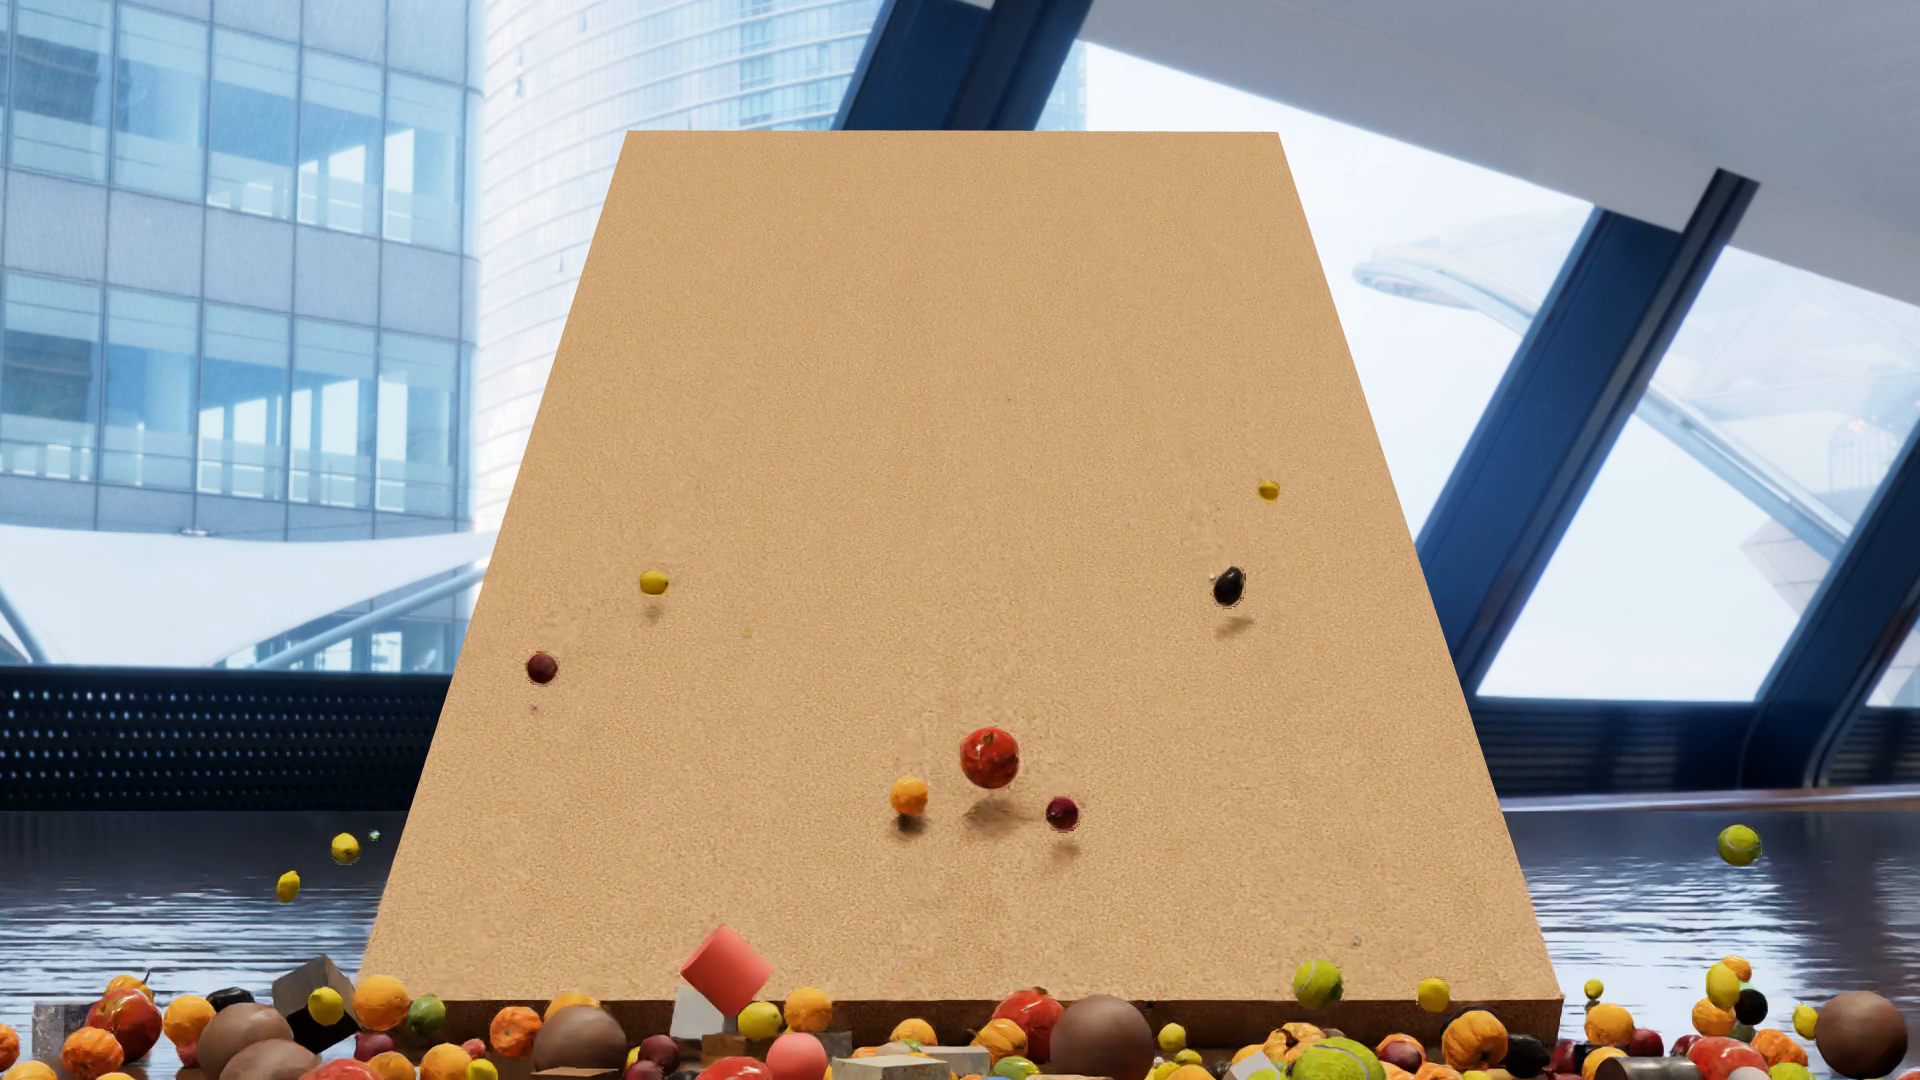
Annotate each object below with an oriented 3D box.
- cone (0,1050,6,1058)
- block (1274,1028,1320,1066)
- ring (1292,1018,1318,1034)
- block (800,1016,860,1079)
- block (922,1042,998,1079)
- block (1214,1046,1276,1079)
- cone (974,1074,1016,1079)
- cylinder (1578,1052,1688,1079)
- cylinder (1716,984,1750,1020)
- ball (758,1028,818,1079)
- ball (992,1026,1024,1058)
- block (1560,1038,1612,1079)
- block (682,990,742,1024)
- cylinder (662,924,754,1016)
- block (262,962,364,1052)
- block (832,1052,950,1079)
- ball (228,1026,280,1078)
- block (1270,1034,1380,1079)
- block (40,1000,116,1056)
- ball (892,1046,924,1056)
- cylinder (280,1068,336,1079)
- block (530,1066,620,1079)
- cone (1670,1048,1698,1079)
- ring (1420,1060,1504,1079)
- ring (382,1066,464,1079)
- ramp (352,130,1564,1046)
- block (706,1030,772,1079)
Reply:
[{"bbox_3d":[-1.536,0.810,3.839,0.050,0.050,0.050,26,-6,2],"label":"cone"},{"bbox_3d":[0.492,0.741,3.476,0.052,0.052,0.052,-5,28,-29],"label":"block"},{"bbox_3d":[0.512,0.752,3.631,0.025,0.075,0.075,26,-12,-10],"label":"ring"},{"bbox_3d":[-0.197,0.745,3.551,0.065,0.065,0.065,3,-42,-29],"label":"block"},{"bbox_3d":[-0.001,0.705,3.163,0.086,0.086,0.086,1,-6,-11],"label":"block"},{"bbox_3d":[0.369,0.698,3.115,0.055,0.055,0.055,-13,46,-37],"label":"block"},{"bbox_3d":[0.043,0.695,2.865,0.090,0.090,0.090,1,20,-6],"label":"cone"},{"bbox_3d":[0.825,0.678,2.964,0.096,0.096,0.096,2,-6,-16],"label":"cylinder"},{"bbox_3d":[1.446,0.864,4.527,0.057,0.057,0.057,-2,-4,0],"label":"cylinder"},{"bbox_3d":[-0.200,0.603,2.813,0.070,0.070,0.070,0,-6,0],"label":"ball"},{"bbox_3d":[0.076,0.796,3.836,0.051,0.051,0.051,0,-6,0],"label":"ball"},{"bbox_3d":[0.910,0.756,3.514,0.060,0.060,0.060,-3,-7,28],"label":"block"},{"bbox_3d":[-0.408,0.725,3.953,0.083,0.083,0.083,-10,32,-15],"label":"block"},{"bbox_3d":[-0.351,0.599,3.369,0.092,0.092,0.092,38,-11,-4],"label":"cylinder"},{"bbox_3d":[-1.012,0.731,3.784,0.093,0.093,0.093,-34,7,-40],"label":"block"},{"bbox_3d":[-0.082,0.666,2.871,0.099,0.099,0.099,5,-8,-36],"label":"block"},{"bbox_3d":[-1.039,0.754,3.558,0.075,0.075,0.075,0,-6,0],"label":"ball"},{"bbox_3d":[0.405,0.613,2.687,0.083,0.083,0.083,-2,-49,-33],"label":"block"},{"bbox_3d":[-1.429,0.790,3.921,0.082,0.082,0.082,-4,-8,35],"label":"block"},{"bbox_3d":[-0.068,0.684,3.130,0.056,0.056,0.056,0,-6,0],"label":"ball"},{"bbox_3d":[-0.855,0.721,3.164,0.055,0.055,0.055,-4,-7,33],"label":"cylinder"},{"bbox_3d":[-0.464,0.681,2.914,0.080,0.080,0.080,-2,-7,18],"label":"block"},{"bbox_3d":[1.009,0.749,3.340,0.067,0.067,0.067,39,-20,-16],"label":"cone"},{"bbox_3d":[0.705,0.754,3.396,0.117,0.039,0.117,0,-5,0],"label":"ring"},{"bbox_3d":[-0.741,0.748,3.336,0.115,0.038,0.115,1,-7,0],"label":"ring"},{"bbox_3d":[-0.013,-0.207,5.737,2.000,0.100,4.000,0,30,0],"label":"ramp"},{"bbox_3d":[-0.281,0.717,3.292,0.090,0.090,0.090,-6,-8,41],"label":"block"}]
